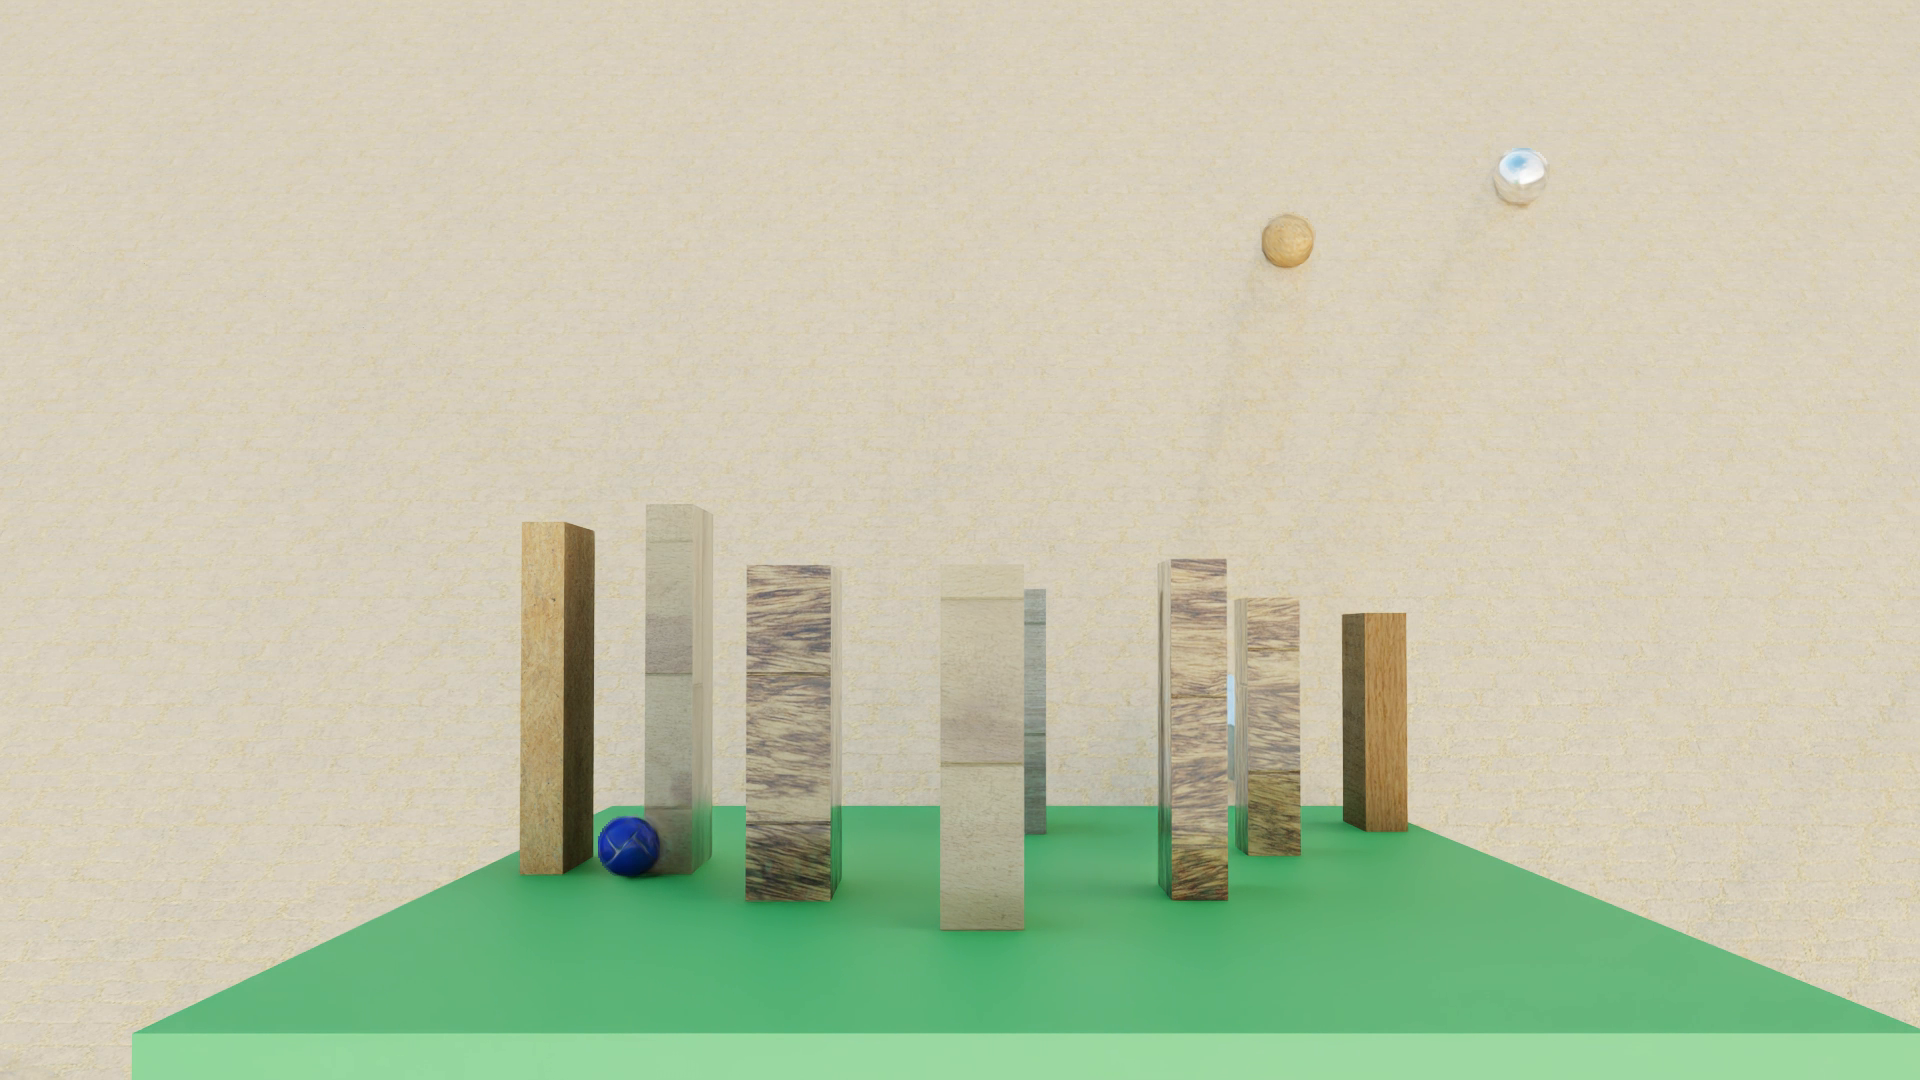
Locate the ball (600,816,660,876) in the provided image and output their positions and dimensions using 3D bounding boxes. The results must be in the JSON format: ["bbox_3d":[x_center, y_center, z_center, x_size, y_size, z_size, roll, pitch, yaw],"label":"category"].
[{"bbox_3d":[-0.612,0.568,4.816,0.111,0.111,0.111,0,36,0],"label":"ball"}]

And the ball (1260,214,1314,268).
[{"bbox_3d":[1.169,-1.067,9.283,0.190,0.190,0.190,0,36,0],"label":"ball"}]

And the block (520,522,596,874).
[{"bbox_3d":[-0.783,0.303,5.072,0.080,0.660,0.409,0,-2,0],"label":"block"}]

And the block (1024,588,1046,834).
[{"bbox_3d":[0.143,0.396,6.093,0.104,0.554,0.443,0,-2,0],"label":"block"}]

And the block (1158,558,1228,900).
[{"bbox_3d":[0.403,0.325,4.529,0.095,0.575,0.303,0,-2,0],"label":"block"}]

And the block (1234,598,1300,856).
[{"bbox_3d":[0.638,0.384,5.408,0.107,0.524,0.249,0,-2,0],"label":"block"}]

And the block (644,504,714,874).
[{"bbox_3d":[-0.547,0.287,5.078,0.089,0.693,0.399,0,-2,0],"label":"block"}]

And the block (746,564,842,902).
[{"bbox_3d":[-0.288,0.332,4.580,0.142,0.564,0.422,0,-2,0],"label":"block"}]

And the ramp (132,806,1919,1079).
[{"bbox_3d":[0.080,0.676,4.886,2.000,0.100,4.000,0,-2,0],"label":"ramp"}]

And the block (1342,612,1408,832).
[{"bbox_3d":[0.976,0.424,6.132,0.096,0.500,0.357,0,-2,0],"label":"block"}]

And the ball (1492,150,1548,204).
[{"bbox_3d":[2.082,-1.348,9.656,0.204,0.204,0.204,0,36,0],"label":"ball"}]

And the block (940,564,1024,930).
[{"bbox_3d":[0.034,0.318,4.057,0.126,0.552,0.271,0,-2,0],"label":"block"}]

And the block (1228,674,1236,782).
[{"bbox_3d":[0.761,0.519,7.111,0.191,0.191,0.191,19,40,24],"label":"block"}]
